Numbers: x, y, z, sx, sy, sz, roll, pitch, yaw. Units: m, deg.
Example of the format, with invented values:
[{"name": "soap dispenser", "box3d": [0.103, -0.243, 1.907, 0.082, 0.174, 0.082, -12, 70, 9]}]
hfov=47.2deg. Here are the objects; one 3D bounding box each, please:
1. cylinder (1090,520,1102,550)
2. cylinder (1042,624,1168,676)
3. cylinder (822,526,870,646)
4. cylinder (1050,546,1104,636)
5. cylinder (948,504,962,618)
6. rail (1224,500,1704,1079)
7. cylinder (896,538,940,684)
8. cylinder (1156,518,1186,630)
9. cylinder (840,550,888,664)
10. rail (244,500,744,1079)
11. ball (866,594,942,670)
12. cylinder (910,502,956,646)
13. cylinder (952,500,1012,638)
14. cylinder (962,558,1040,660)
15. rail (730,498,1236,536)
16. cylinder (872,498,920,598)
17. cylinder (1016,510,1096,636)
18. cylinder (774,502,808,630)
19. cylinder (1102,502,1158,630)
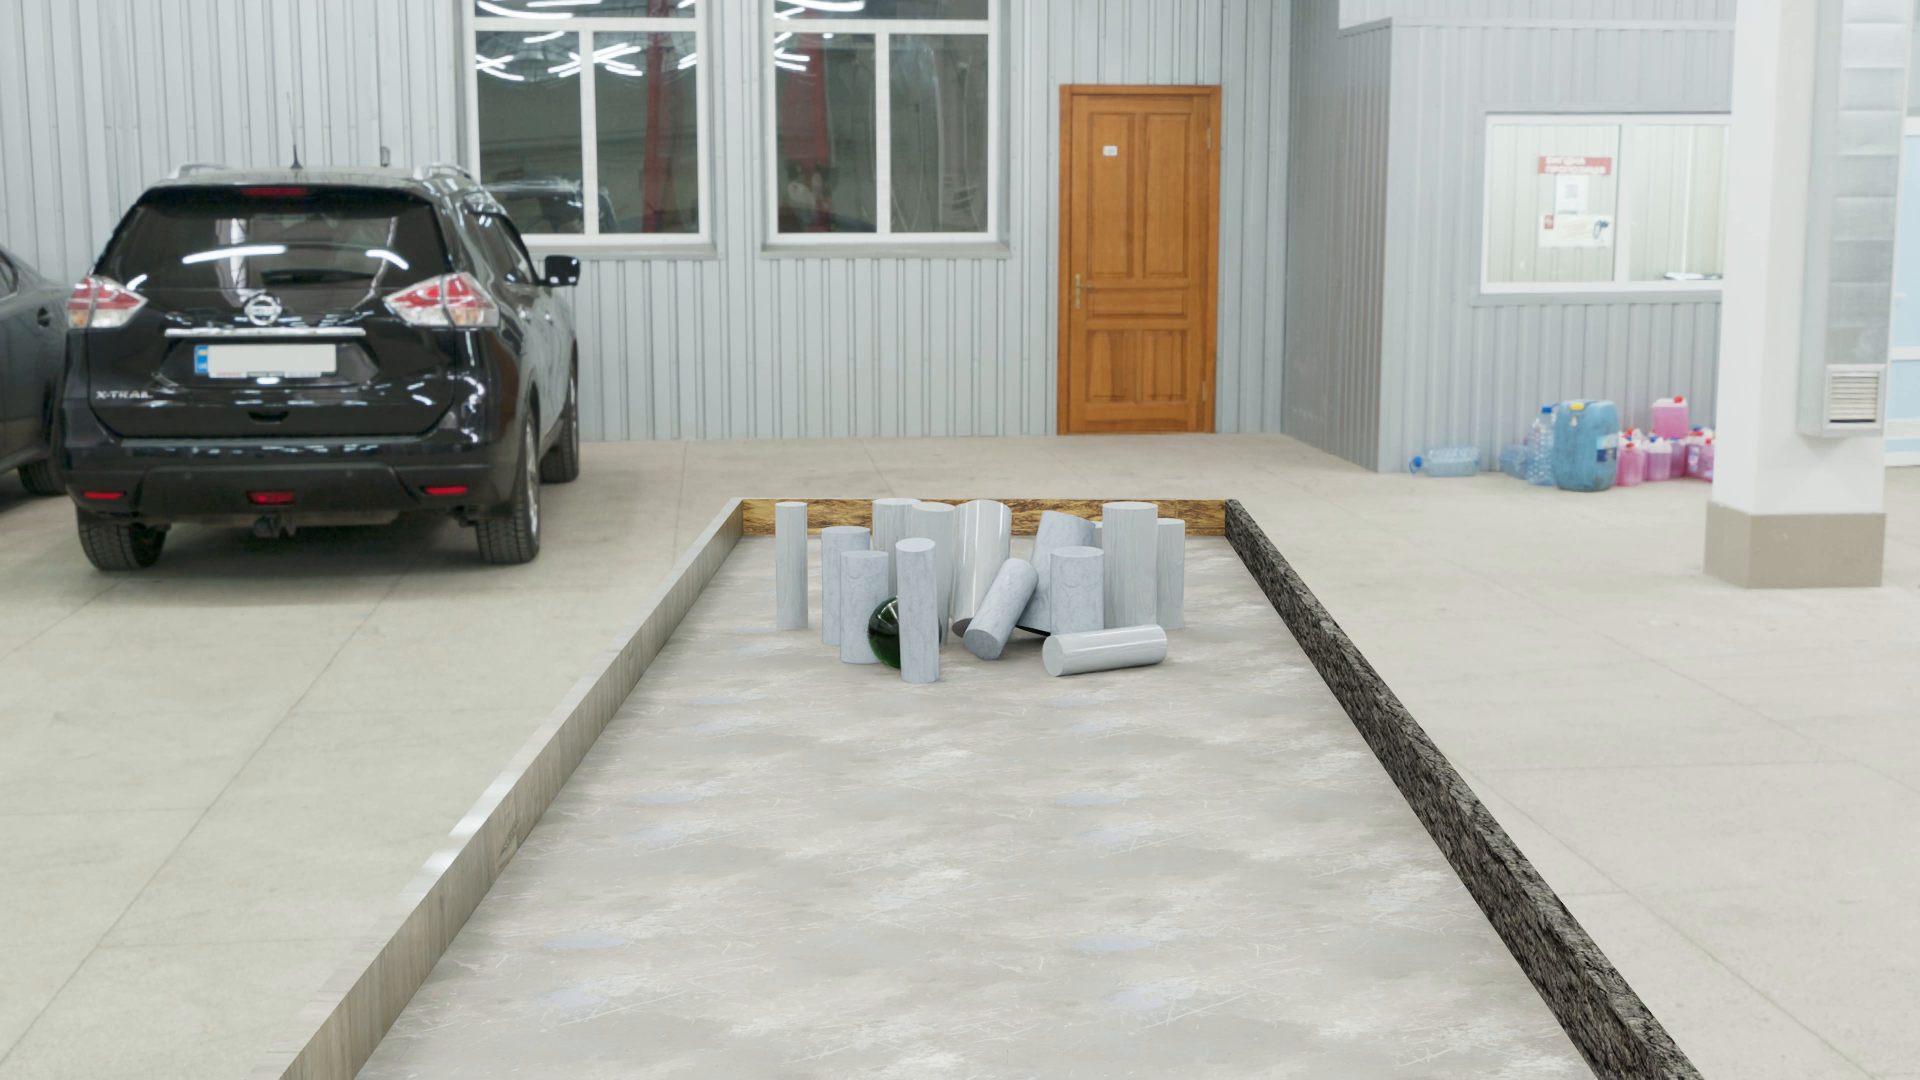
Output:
[{"name": "cylinder", "box3d": [0.402, 0.117, 7.189, 0.173, 0.339, 0.173, 0, 9, 0]}, {"name": "cylinder", "box3d": [0.434, 0.327, 6.560, 0.366, 0.120, 0.120, -5, 10, -29]}, {"name": "cylinder", "box3d": [-0.360, 0.144, 6.952, 0.154, 0.359, 0.154, 0, 9, 0]}, {"name": "cylinder", "box3d": [0.356, 0.198, 6.667, 0.162, 0.334, 0.162, 0, 12, 0]}, {"name": "cylinder", "box3d": [0.058, 0.076, 7.237, 0.175, 0.366, 0.175, 4, -12, 1]}, {"name": "rail", "box3d": [1.046, 0.843, 3.208, 0.050, 0.150, 12.000, 0, 9, 1]}, {"name": "cylinder", "box3d": [-0.122, 0.205, 6.363, 0.114, 0.409, 0.114, -2, 21, 1]}, {"name": "cylinder", "box3d": [0.664, 0.110, 7.206, 0.141, 0.347, 0.141, 0, 9, 0]}, {"name": "cylinder", "box3d": [-0.291, 0.202, 6.689, 0.146, 0.324, 0.146, 1, 8, 0]}, {"name": "rail", "box3d": [-1.004, 0.839, 3.234, 0.050, 0.150, 12.000, 0, 9, 1]}, {"name": "ball", "box3d": [-0.165, 0.274, 6.563, 0.225, 0.225, 0.225, 0, 9, 0]}, {"name": "cylinder", "box3d": [-0.095, 0.108, 6.901, 0.136, 0.436, 0.136, 3, 13, -1]}, {"name": "cylinder", "box3d": [0.071, 0.096, 7.000, 0.174, 0.418, 0.174, 3, -28, 1]}, {"name": "cylinder", "box3d": [0.128, 0.211, 6.782, 0.126, 0.126, 0.326, 4, 42, 26]}, {"name": "rail", "box3d": [0.099, -0.098, 9.147, 2.100, 0.150, 0.050, 0, 9, 1]}, {"name": "cylinder", "box3d": [-0.206, 0.079, 7.190, 0.159, 0.414, 0.159, 0, 9, 0]}, {"name": "cylinder", "box3d": [0.301, 0.112, 6.981, 0.176, 0.376, 0.176, 14, -7, 2]}, {"name": "cylinder", "box3d": [-0.550, 0.083, 7.192, 0.104, 0.405, 0.104, 0, 9, 0]}, {"name": "cylinder", "box3d": [0.532, 0.110, 6.907, 0.173, 0.441, 0.173, 0, 9, 0]}]
